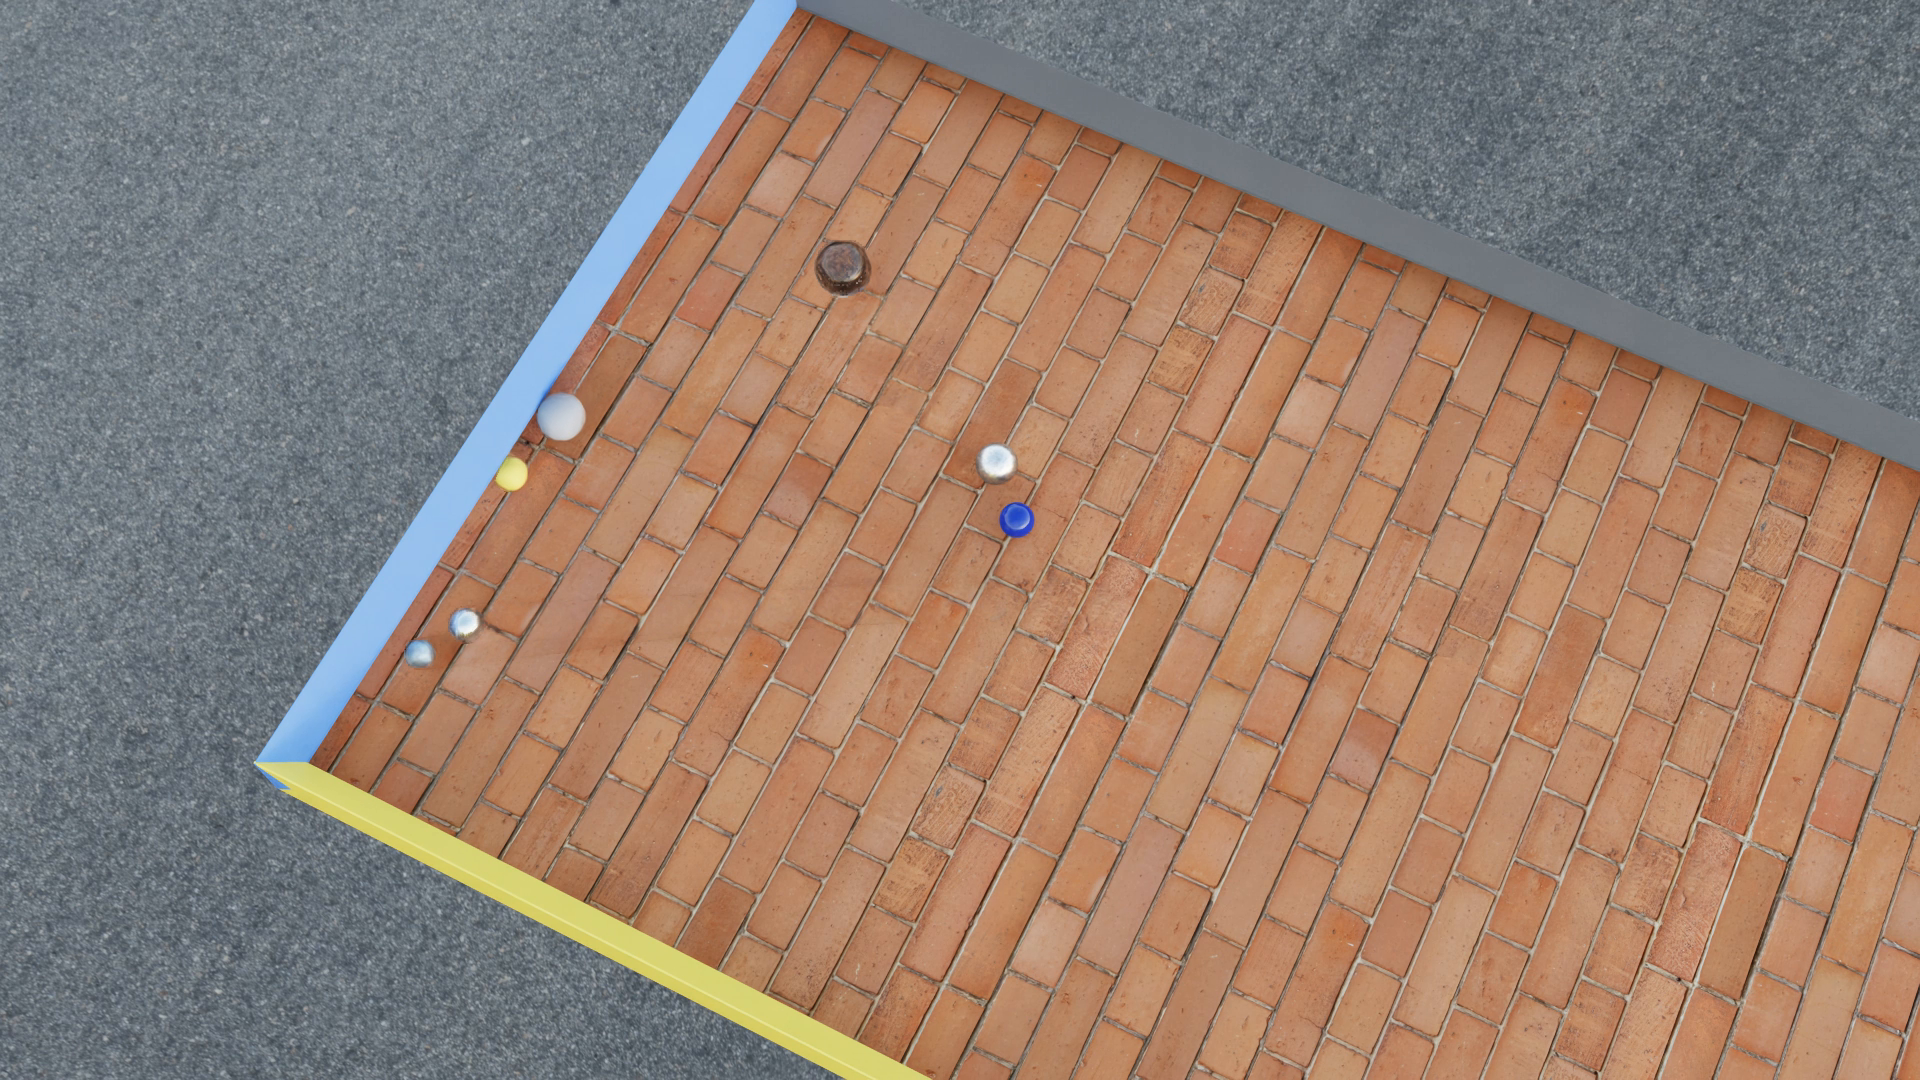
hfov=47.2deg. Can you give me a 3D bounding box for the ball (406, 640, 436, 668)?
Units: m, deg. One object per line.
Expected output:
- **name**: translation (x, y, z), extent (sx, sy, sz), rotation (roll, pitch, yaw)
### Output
- **ball**: translation (-0.850, 0.179, 3.468), extent (0.045, 0.045, 0.045), rotation (0, 66, 0)

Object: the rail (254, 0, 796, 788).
- **rail**: translation (-0.663, -0.315, 3.641), extent (0.045, 0.123, 1.670), rotation (25, 69, 10)

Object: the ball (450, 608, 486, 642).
- **ball**: translation (-0.780, 0.134, 3.482), extent (0.054, 0.054, 0.054), rotation (0, 66, 0)

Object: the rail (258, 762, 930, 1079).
- **rail**: translation (0.322, 0.964, 3.078), extent (3.059, 0.123, 0.045), rotation (25, 69, 10)

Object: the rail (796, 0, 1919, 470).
- **rail**: translation (1.047, -0.365, 3.663), extent (3.059, 0.123, 0.045), rotation (25, 69, 10)

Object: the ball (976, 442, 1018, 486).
- **ball**: translation (0.060, -0.125, 3.588), extent (0.070, 0.070, 0.070), rotation (0, 66, 0)

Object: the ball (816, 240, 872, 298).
- **ball**: translation (-0.197, -0.459, 3.721), extent (0.095, 0.095, 0.095), rotation (0, 66, 0)

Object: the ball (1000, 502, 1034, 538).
- **ball**: translation (0.092, -0.032, 3.554), extent (0.058, 0.058, 0.058), rotation (0, 66, 0)

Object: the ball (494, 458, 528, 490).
- **ball**: translation (-0.732, -0.109, 3.590), extent (0.054, 0.054, 0.054), rotation (0, 66, 0)

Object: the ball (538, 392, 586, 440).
- **ball**: translation (-0.656, -0.203, 3.618), extent (0.079, 0.079, 0.079), rotation (0, 66, 0)
